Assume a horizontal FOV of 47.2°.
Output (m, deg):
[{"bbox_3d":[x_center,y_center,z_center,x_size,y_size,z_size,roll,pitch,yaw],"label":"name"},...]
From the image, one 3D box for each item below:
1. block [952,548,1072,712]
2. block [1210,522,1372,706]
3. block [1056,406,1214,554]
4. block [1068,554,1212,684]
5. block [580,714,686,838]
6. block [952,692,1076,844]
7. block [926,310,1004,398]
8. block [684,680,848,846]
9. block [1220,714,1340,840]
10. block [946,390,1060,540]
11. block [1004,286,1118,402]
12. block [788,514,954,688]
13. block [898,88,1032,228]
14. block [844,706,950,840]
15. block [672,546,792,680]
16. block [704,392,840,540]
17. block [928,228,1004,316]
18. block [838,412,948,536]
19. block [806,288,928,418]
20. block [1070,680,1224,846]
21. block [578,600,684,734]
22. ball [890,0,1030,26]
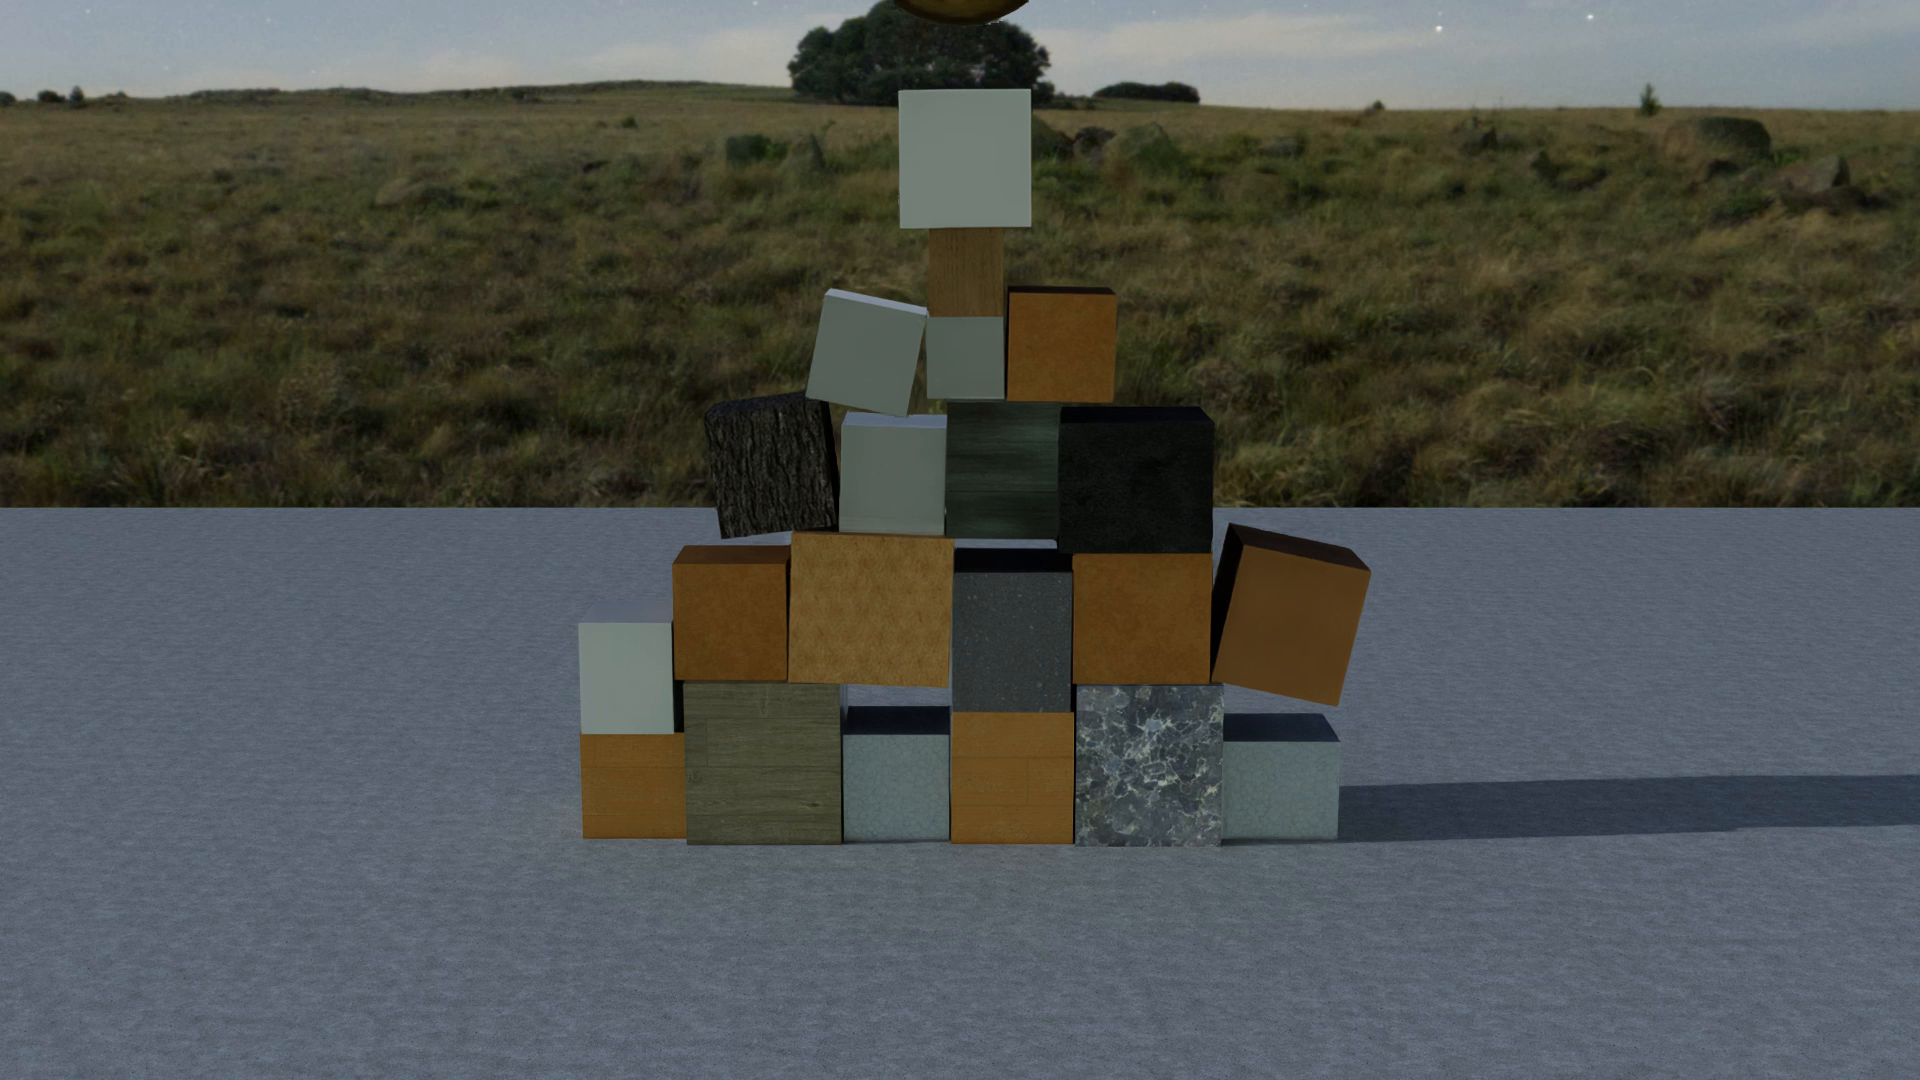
[{"bbox_3d":[0.258,0.451,11.253,0.592,0.709,0.677,0,10,0],"label":"block"},{"bbox_3d":[1.647,0.373,11.251,0.650,0.706,0.622,12,10,-2],"label":"block"},{"bbox_3d":[0.864,-0.312,11.105,0.751,0.647,0.677,0,10,0],"label":"block"},{"bbox_3d":[0.901,0.331,11.235,0.690,0.665,0.662,0,10,0],"label":"block"},{"bbox_3d":[-1.654,1.202,11.393,0.531,0.559,0.497,0,10,0],"label":"block"},{"bbox_3d":[0.265,1.139,11.370,0.614,0.687,0.654,0,10,0],"label":"block"},{"bbox_3d":[0.025,-0.935,11.019,0.381,0.403,0.445,-1,10,0],"label":"block"},{"bbox_3d":[-0.989,1.061,11.392,0.780,0.837,0.754,0,10,0],"label":"block"},{"bbox_3d":[1.620,1.221,11.413,0.598,0.515,0.558,0,10,0],"label":"block"},{"bbox_3d":[0.211,-0.396,11.099,0.551,0.677,0.650,1,10,0],"label":"block"},{"bbox_3d":[0.497,-0.988,11.009,0.522,0.527,0.568,1,10,0],"label":"block"},{"bbox_3d":[-0.443,0.284,11.252,0.799,0.752,0.753,2,10,0],"label":"block"},{"bbox_3d":[0.025,-1.881,10.839,0.634,0.655,0.537,-1,10,0],"label":"block"},{"bbox_3d":[-0.321,1.203,11.400,0.535,0.555,0.571,0,10,0],"label":"block"},{"bbox_3d":[-1.149,0.364,11.228,0.563,0.591,0.508,0,10,0],"label":"block"},{"bbox_3d":[-0.934,-0.392,11.111,0.579,0.621,0.567,-7,10,1],"label":"block"},{"bbox_3d":[0.030,-1.343,10.920,0.362,0.434,0.407,-1,10,0],"label":"block"},{"bbox_3d":[-0.331,-0.343,11.129,0.520,0.533,0.557,2,10,0],"label":"block"},{"bbox_3d":[-0.463,-0.943,11.006,0.504,0.513,0.475,11,10,-2],"label":"block"},{"bbox_3d":[0.947,1.067,11.371,0.731,0.831,0.756,0,10,0],"label":"block"},{"bbox_3d":[-1.672,0.647,11.284,0.463,0.572,0.549,0,10,0],"label":"block"},{"bbox_3d":[0.000,-4.457,15.558,1.600,1.600,1.600,0,10,0],"label":"ball"}]
